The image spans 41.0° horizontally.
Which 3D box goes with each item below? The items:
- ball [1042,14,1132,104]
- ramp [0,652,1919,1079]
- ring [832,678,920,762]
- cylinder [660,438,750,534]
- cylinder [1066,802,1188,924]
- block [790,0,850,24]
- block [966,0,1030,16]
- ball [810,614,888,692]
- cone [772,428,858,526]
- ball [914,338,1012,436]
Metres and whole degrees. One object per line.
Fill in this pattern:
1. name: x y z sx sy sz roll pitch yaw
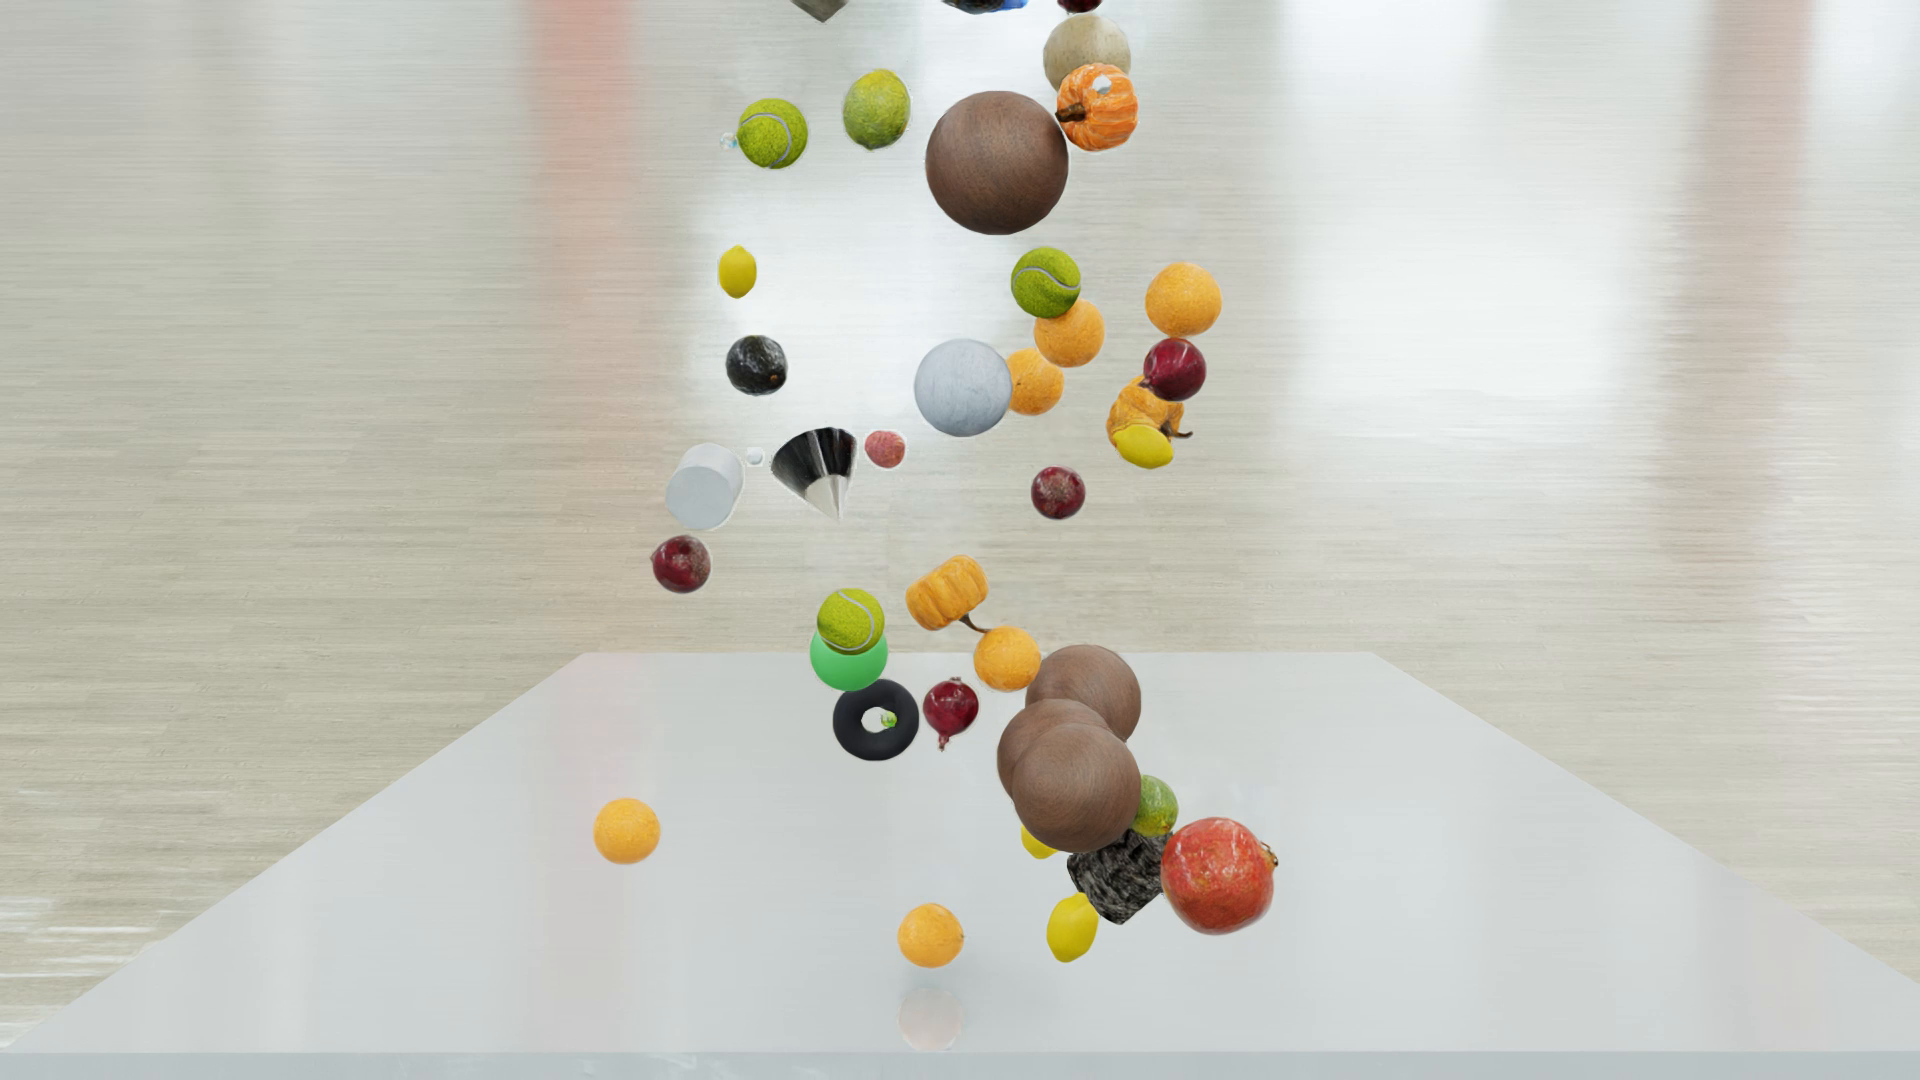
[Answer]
1. ball: 0.126 -0.476 2.544 0.088 0.088 0.088 0 21 0
2. ramp: 0.049 0.445 4.532 2.000 0.100 4.000 0 3 0
3. ring: -0.099 0.213 3.049 0.104 0.104 0.035 -3 12 -9
4. cylinder: -0.250 -0.053 2.519 0.067 0.067 0.067 9 52 22
5. cylinder: 0.179 0.345 2.741 0.092 0.092 0.092 42 18 -17
6. block: -0.127 -0.528 2.374 0.059 0.059 0.059 30 -32 -25
7. block: 0.039 -0.548 2.437 0.066 0.066 0.066 3 46 45
8. ball: -0.126 0.127 2.913 0.089 0.089 0.089 0 21 0
9. cone: -0.140 -0.051 2.716 0.096 0.096 0.096 -8 54 -20
10. ball: 0.003 -0.149 2.506 0.096 0.096 0.096 0 21 0
